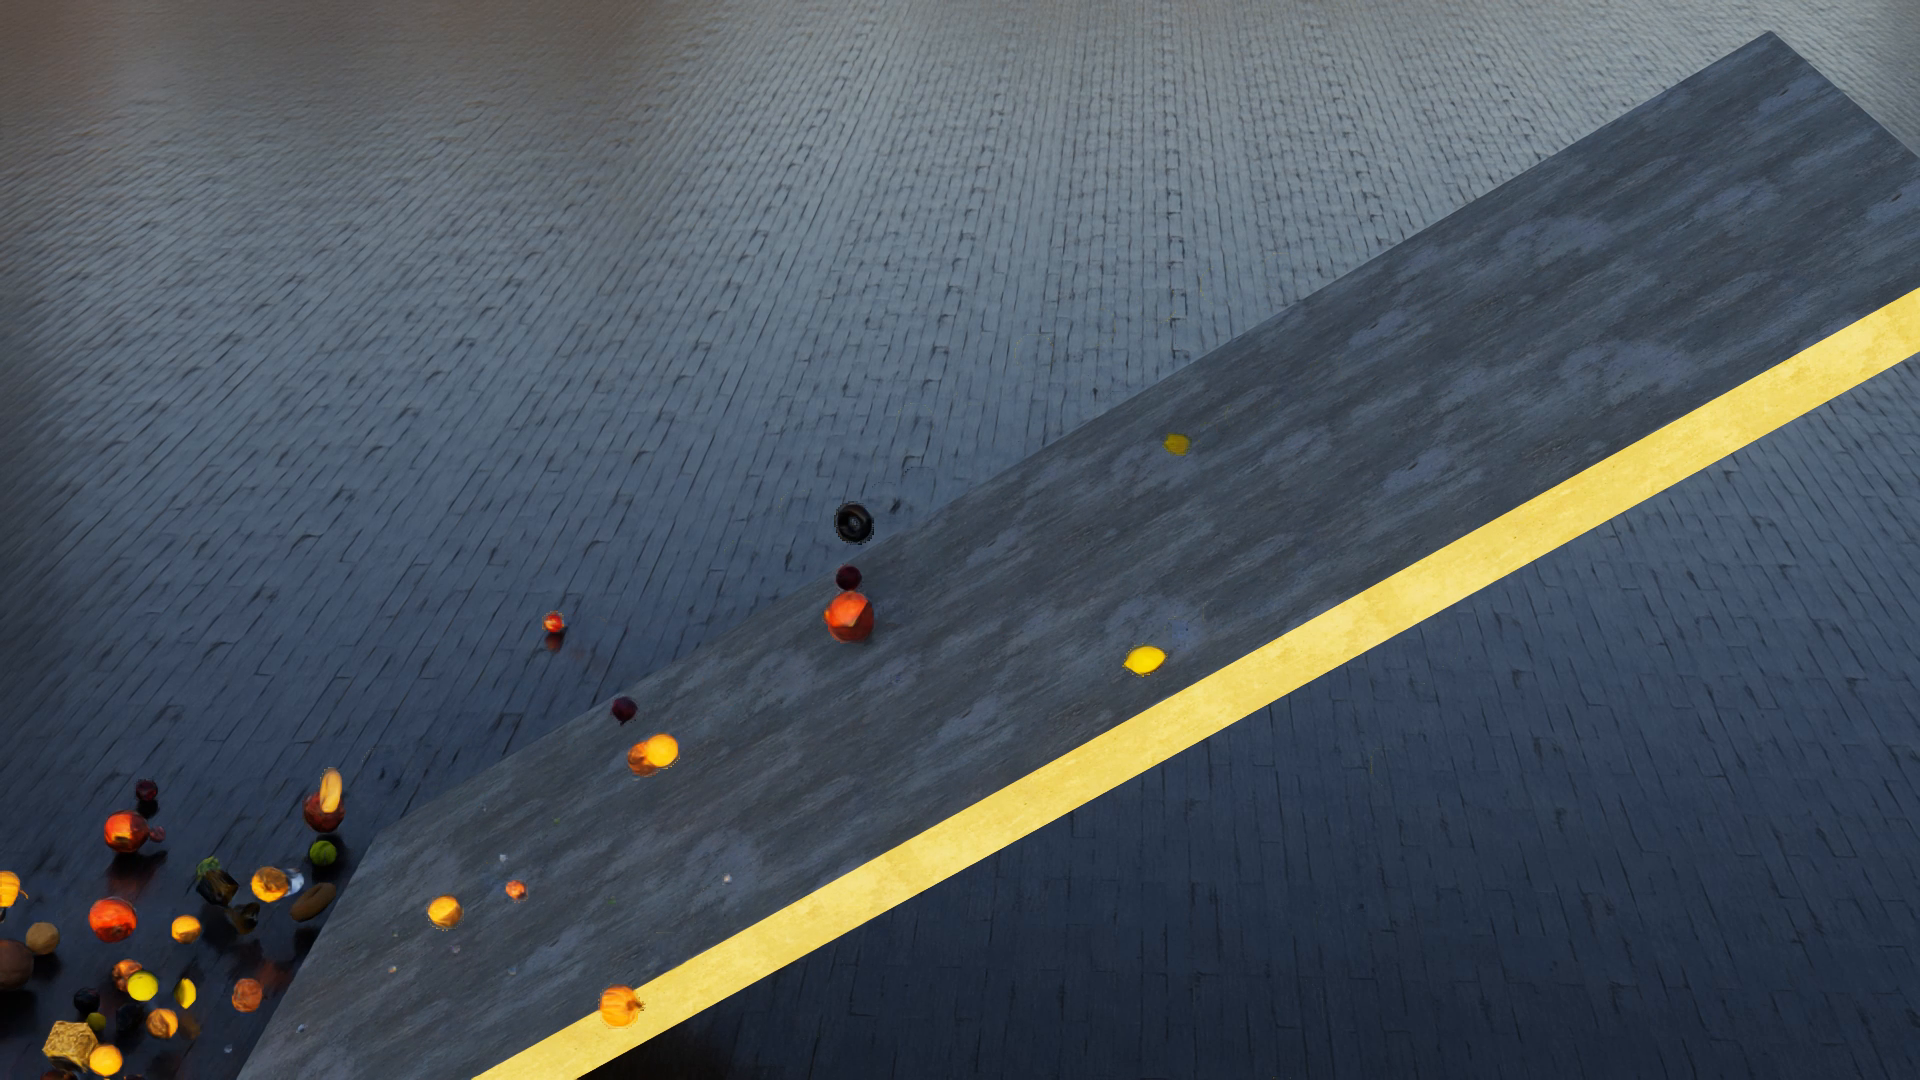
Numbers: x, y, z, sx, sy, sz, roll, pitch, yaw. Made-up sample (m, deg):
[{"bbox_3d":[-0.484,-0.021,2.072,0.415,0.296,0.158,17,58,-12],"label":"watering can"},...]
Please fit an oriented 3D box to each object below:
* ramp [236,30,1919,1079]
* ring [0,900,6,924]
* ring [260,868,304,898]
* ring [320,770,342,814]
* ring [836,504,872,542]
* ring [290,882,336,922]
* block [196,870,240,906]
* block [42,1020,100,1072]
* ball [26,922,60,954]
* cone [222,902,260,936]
[{"bbox_3d":[0.141,0.169,6.290,4.000,0.100,2.000,-30,15,13],"label":"ramp"},{"bbox_3d":[-2.405,0.921,7.304,0.078,0.078,0.026,3,12,9],"label":"ring"},{"bbox_3d":[-1.737,0.878,7.533,0.111,0.037,0.111,-2,23,1],"label":"ring"},{"bbox_3d":[-1.486,0.593,6.945,0.035,0.106,0.106,9,15,-22],"label":"ring"},{"bbox_3d":[-0.259,-0.042,7.216,0.098,0.098,0.033,10,20,25],"label":"ring"},{"bbox_3d":[-1.612,0.903,7.338,0.130,0.043,0.130,-32,16,10],"label":"ring"},{"bbox_3d":[-1.869,0.876,7.404,0.063,0.063,0.063,35,5,30],"label":"block"},{"bbox_3d":[-2.006,1.143,6.639,0.079,0.079,0.079,3,47,13],"label":"block"},{"bbox_3d":[-2.246,0.975,7.201,0.081,0.081,0.081,0,20,0],"label":"ball"},{"bbox_3d":[-1.796,0.926,7.291,0.085,0.085,0.085,17,25,22],"label":"cone"}]
